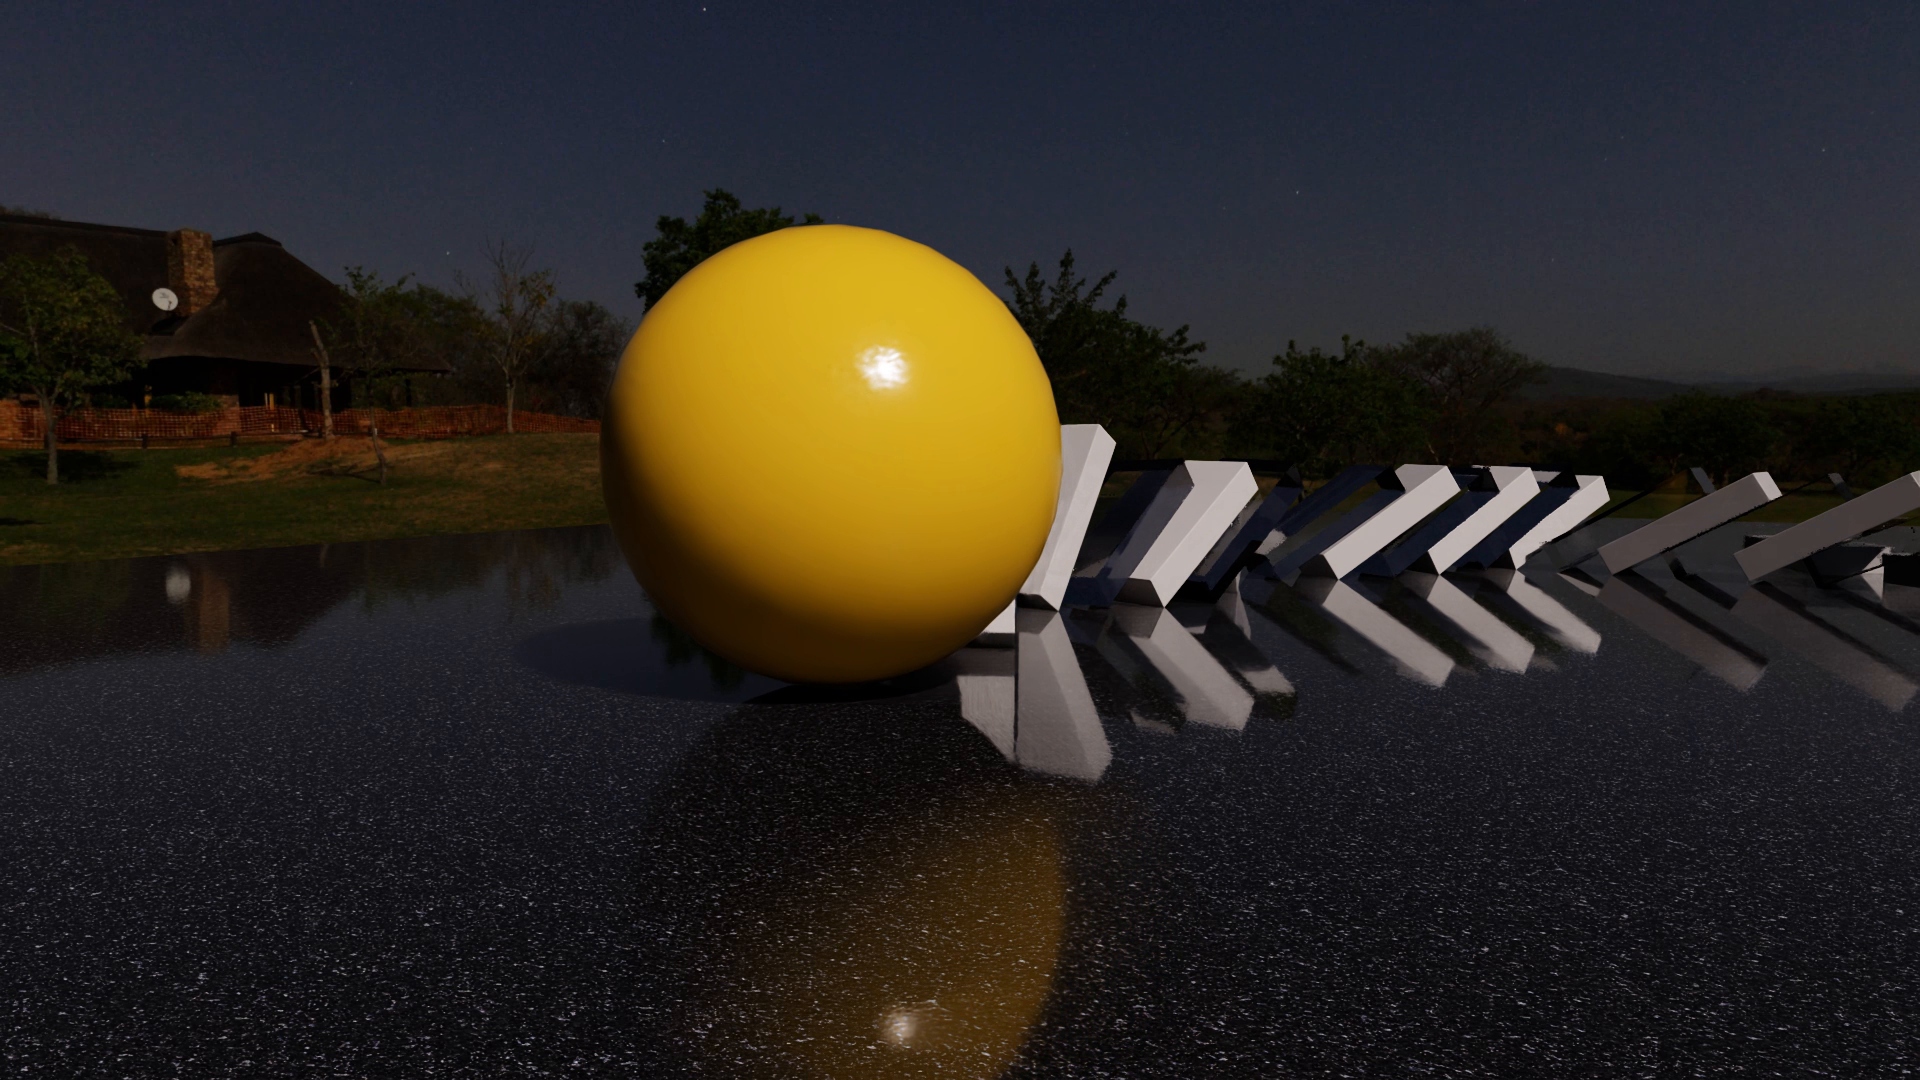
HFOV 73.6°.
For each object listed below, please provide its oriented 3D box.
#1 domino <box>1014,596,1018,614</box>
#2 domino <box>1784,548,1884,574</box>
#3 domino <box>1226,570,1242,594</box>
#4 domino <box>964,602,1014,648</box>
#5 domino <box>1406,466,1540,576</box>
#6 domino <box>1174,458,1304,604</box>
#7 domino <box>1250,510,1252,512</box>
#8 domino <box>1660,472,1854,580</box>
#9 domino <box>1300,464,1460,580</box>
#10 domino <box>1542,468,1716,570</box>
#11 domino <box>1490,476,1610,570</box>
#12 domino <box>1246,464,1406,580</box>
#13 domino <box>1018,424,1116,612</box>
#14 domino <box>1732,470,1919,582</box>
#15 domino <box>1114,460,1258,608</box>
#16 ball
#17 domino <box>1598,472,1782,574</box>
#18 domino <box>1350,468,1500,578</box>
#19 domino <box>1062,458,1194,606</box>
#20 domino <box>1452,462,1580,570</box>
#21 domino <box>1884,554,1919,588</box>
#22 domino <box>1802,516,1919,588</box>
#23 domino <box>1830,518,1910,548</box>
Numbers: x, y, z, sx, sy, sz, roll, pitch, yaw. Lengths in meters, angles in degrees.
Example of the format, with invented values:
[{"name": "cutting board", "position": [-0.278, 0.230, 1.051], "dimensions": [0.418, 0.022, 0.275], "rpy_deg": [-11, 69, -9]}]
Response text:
[{"name": "domino", "position": [0.002, -0.005, 0.331], "dimensions": [0.025, 0.050, 0.010], "rpy_deg": [0, -33, 2]}, {"name": "domino", "position": [0.297, 0.004, 0.445], "dimensions": [0.025, 0.009, 0.050], "rpy_deg": [1, 4, 12]}, {"name": "domino", "position": [0.073, -0.003, 0.386], "dimensions": [0.025, 0.010, 0.050], "rpy_deg": [1, 36, 18]}, {"name": "domino", "position": [-0.001, -0.002, 0.273], "dimensions": [0.025, 0.050, 0.010], "rpy_deg": [0, -24, 2]}, {"name": "domino", "position": [0.168, -0.007, 0.434], "dimensions": [0.050, 0.010, 0.025], "rpy_deg": [-35, 17, -16]}, {"name": "domino", "position": [0.073, -0.004, 0.361], "dimensions": [0.025, 0.009, 0.050], "rpy_deg": [8, 45, 47]}, {"name": "domino", "position": [0.082, -0.005, 0.425], "dimensions": [0.025, 0.010, 0.050], "rpy_deg": [1, 31, 19]}, {"name": "domino", "position": [0.248, -0.004, 0.399], "dimensions": [0.050, 0.009, 0.025], "rpy_deg": [-35, -19, 36]}, {"name": "domino", "position": [0.134, -0.006, 0.416], "dimensions": [0.050, 0.009, 0.025], "rpy_deg": [-35, 10, -7]}, {"name": "domino", "position": [0.221, -0.007, 0.424], "dimensions": [0.050, 0.009, 0.025], "rpy_deg": [-36, -20, 34]}, {"name": "domino", "position": [0.201, -0.007, 0.452], "dimensions": [0.050, 0.009, 0.025], "rpy_deg": [-31, 16, -20]}, {"name": "domino", "position": [0.116, -0.006, 0.415], "dimensions": [0.050, 0.009, 0.025], "rpy_deg": [-34, 9, -6]}, {"name": "domino", "position": [0.021, -0.007, 0.339], "dimensions": [0.025, 0.050, 0.009], "rpy_deg": [4, -26, 40]}, {"name": "domino", "position": [0.262, -0.004, 0.385], "dimensions": [0.025, 0.010, 0.050], "rpy_deg": [-6, -23, -49]}, {"name": "domino", "position": [0.058, -0.003, 0.353], "dimensions": [0.025, 0.010, 0.050], "rpy_deg": [6, 44, 48]}, {"name": "ball", "position": [-0.022, -0.014, 0.225], "dimensions": [0.080, 0.080, 0.080], "rpy_deg": [0, 4, 0]}, {"name": "domino", "position": [0.234, -0.005, 0.411], "dimensions": [0.050, 0.009, 0.025], "rpy_deg": [-36, -19, 37]}, {"name": "domino", "position": [0.151, -0.007, 0.426], "dimensions": [0.050, 0.009, 0.025], "rpy_deg": [-35, 16, -16]}, {"name": "domino", "position": [0.041, -0.003, 0.349], "dimensions": [0.025, 0.010, 0.050], "rpy_deg": [0, 40, 44]}, {"name": "domino", "position": [0.186, -0.009, 0.442], "dimensions": [0.050, 0.009, 0.025], "rpy_deg": [-36, 17, -17]}, {"name": "domino", "position": [0.309, 0.009, 0.381], "dimensions": [0.050, 0.009, 0.025], "rpy_deg": [0, 4, 2]}, {"name": "domino", "position": [0.276, -0.001, 0.373], "dimensions": [0.050, 0.009, 0.025], "rpy_deg": [-30, -15, 37]}, {"name": "domino", "position": [0.292, -0.004, 0.429], "dimensions": [0.025, 0.010, 0.050], "rpy_deg": [1, 4, 9]}]
